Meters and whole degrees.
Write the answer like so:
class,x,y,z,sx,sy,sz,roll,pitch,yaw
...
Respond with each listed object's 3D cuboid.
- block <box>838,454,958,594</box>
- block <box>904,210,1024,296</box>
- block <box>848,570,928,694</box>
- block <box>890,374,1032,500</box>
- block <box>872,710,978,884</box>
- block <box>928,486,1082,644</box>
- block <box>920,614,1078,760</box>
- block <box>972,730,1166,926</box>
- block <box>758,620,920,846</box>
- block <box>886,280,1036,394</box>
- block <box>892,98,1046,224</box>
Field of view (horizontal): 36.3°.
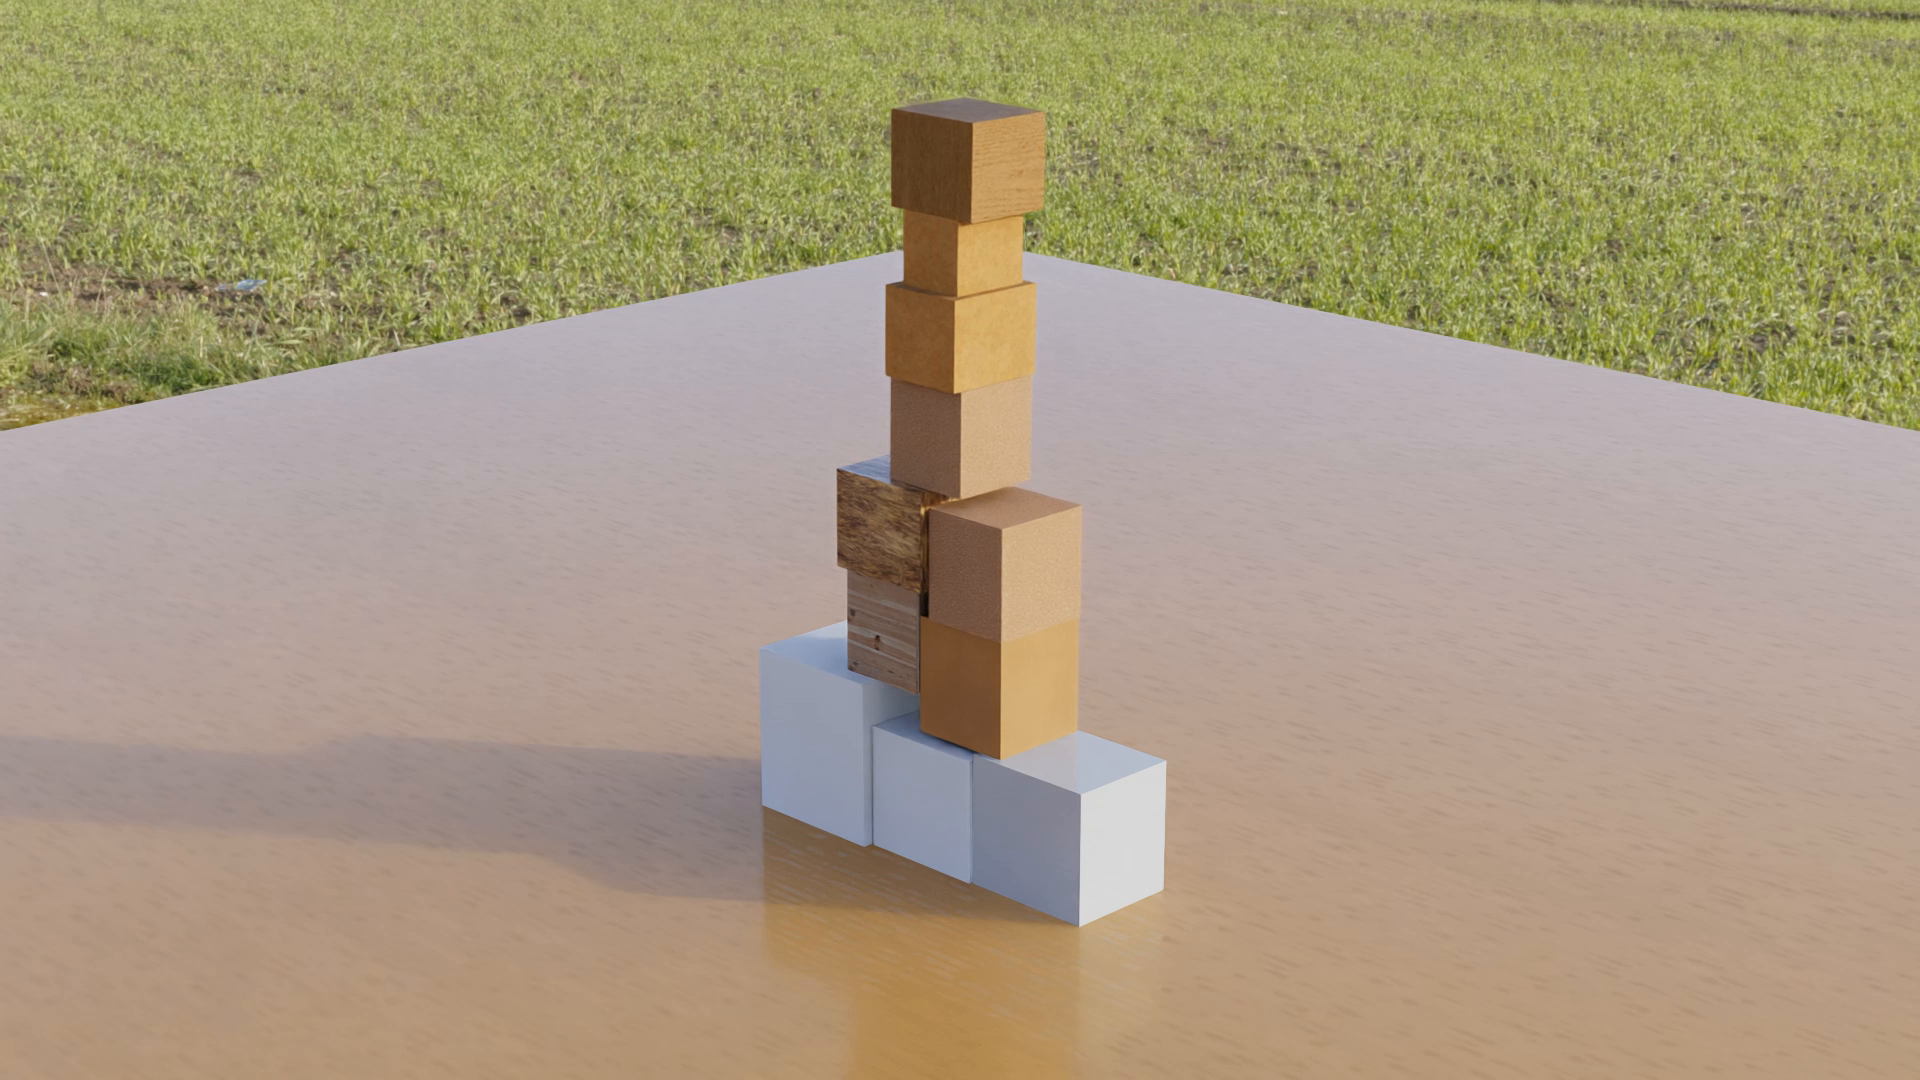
class,x,y,z,sx,sy,sz,roll,pitch,yaw
block,-0.163,-0.105,13.469,0.586,0.471,0.548,-17,25,-42
block,0.015,-1.294,12.911,0.407,0.335,0.337,-17,25,-42
block,-0.177,0.356,13.651,0.519,0.517,0.460,-17,25,-42
block,0.003,-0.508,13.162,0.446,0.489,0.447,-17,25,-42
block,0.028,1.151,13.687,0.596,0.597,0.635,-17,24,-42
block,0.203,0.103,13.171,0.514,0.527,0.456,-17,24,-42
block,0.179,0.610,13.371,0.505,0.561,0.513,-17,24,-42
block,0.491,1.276,13.237,0.562,0.628,0.660,-17,24,-42
block,-0.458,0.903,14.120,0.701,0.810,0.722,-17,24,-42
block,0.004,-0.936,13.019,0.511,0.414,0.433,-17,25,-42
block,0.035,-1.664,12.807,0.448,0.432,0.496,-17,25,-42
